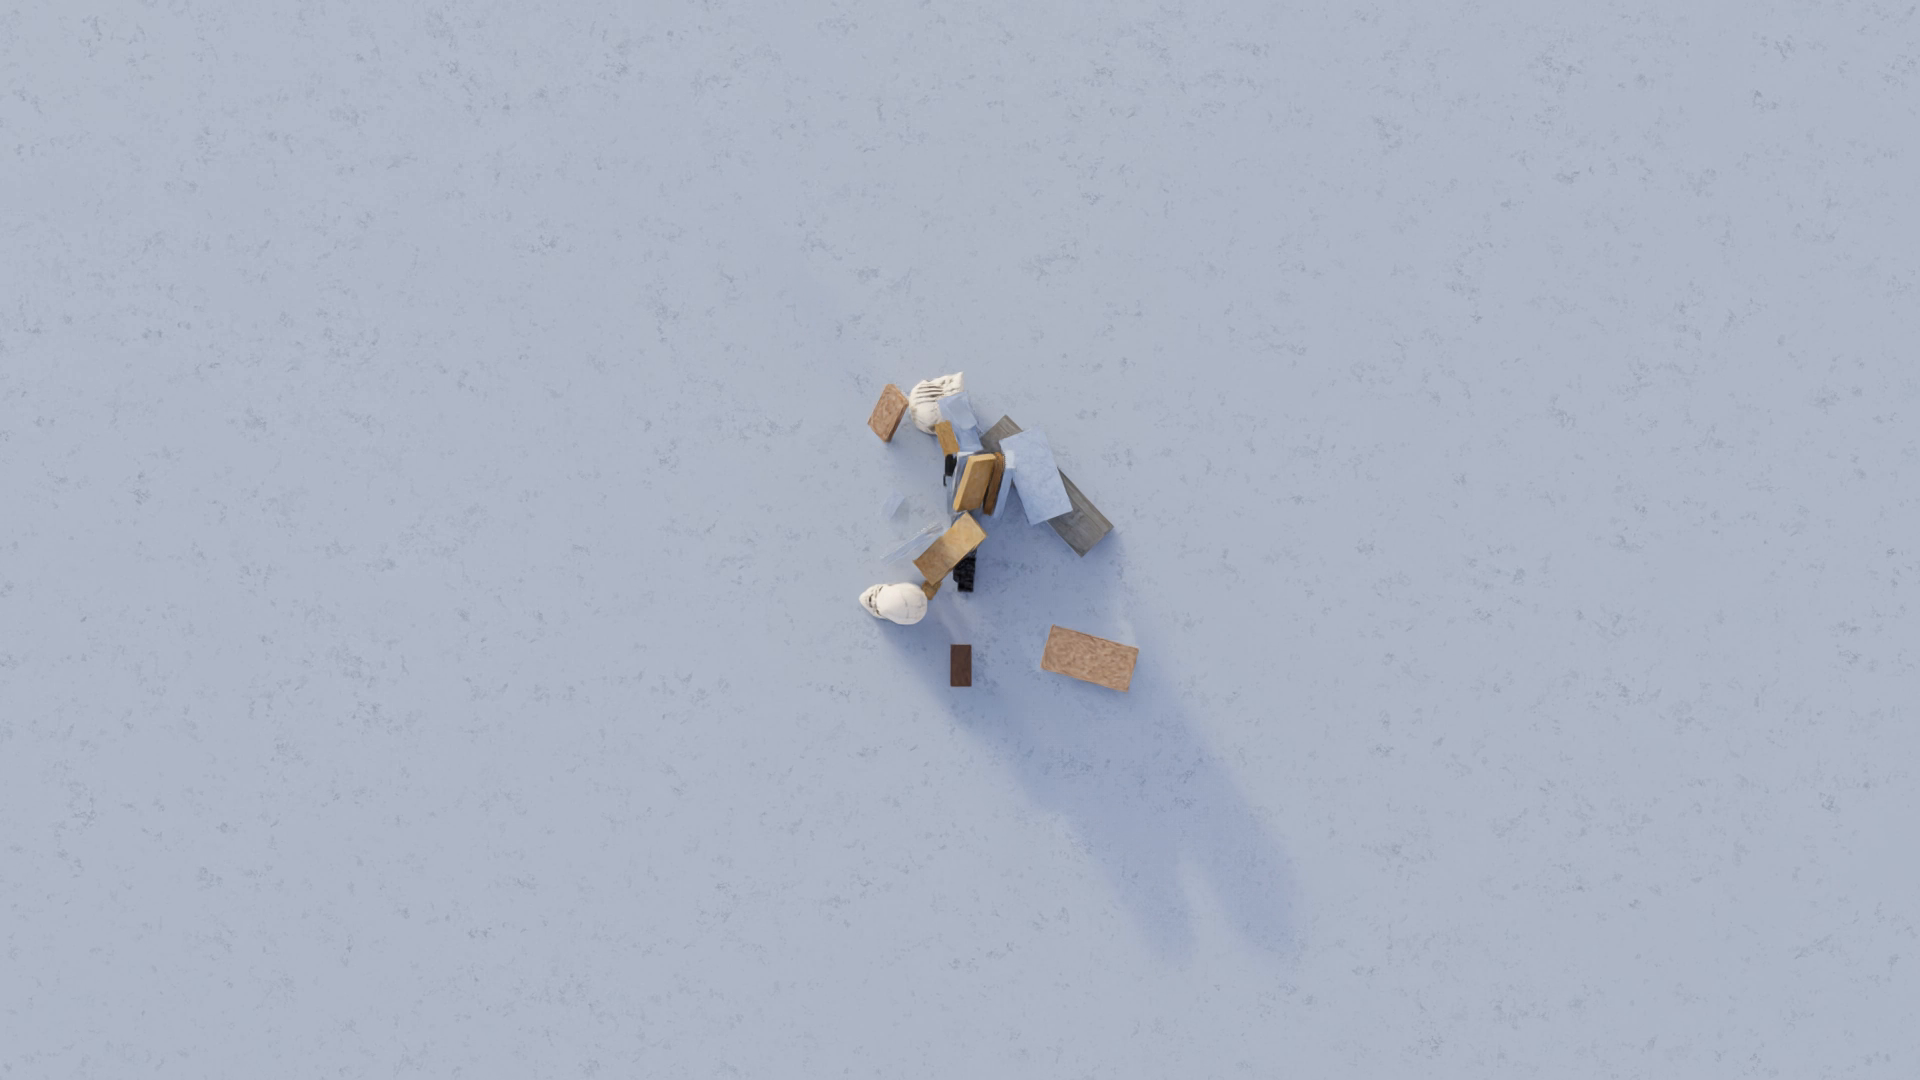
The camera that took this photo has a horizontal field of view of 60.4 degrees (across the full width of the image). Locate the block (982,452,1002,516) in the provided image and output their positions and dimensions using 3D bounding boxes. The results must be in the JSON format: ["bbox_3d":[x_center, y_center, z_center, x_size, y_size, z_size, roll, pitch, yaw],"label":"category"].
[{"bbox_3d":[0.107,-0.183,5.407,0.026,0.093,0.186,10,126,-6],"label":"block"}]

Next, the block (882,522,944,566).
[{"bbox_3d":[-0.155,0.015,5.378,0.204,0.102,0.029,-31,92,31],"label":"block"}]

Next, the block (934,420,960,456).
[{"bbox_3d":[-0.042,-0.327,5.276,0.052,0.015,0.104,-19,98,4],"label":"block"}]

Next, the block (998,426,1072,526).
[{"bbox_3d":[0.249,-0.212,5.437,0.149,0.042,0.299,-20,90,0],"label":"block"}]

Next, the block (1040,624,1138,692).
[{"bbox_3d":[0.430,0.394,5.479,0.299,0.042,0.149,16,90,0],"label":"block"}]

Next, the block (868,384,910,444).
[{"bbox_3d":[-0.234,-0.415,5.413,0.026,0.186,0.093,-22,63,-42],"label":"block"}]

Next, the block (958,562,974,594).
[{"bbox_3d":[0.020,0.124,5.455,0.050,0.014,0.101,5,107,0],"label":"block"}]

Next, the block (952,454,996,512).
[{"bbox_3d":[0.047,-0.185,5.341,0.093,0.026,0.199,-9,132,-35],"label":"block"}]

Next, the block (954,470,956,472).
[{"bbox_3d":[0.008,-0.176,5.451,0.063,0.018,0.127,2,131,0],"label":"block"}]

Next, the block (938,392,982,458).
[{"bbox_3d":[0.000,-0.370,5.291,0.096,0.027,0.192,-16,98,5],"label":"block"}]

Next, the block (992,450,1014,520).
[{"bbox_3d":[0.139,-0.181,5.395,0.029,0.102,0.204,7,126,-8],"label":"block"}]

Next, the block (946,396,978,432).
[{"bbox_3d":[0.007,-0.403,5.264,0.052,0.015,0.104,-34,96,7],"label":"block"}]

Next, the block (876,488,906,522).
[{"bbox_3d":[-0.229,-0.119,5.493,0.050,0.014,0.101,34,90,0],"label":"block"}]

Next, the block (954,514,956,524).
[{"bbox_3d":[0.005,-0.044,5.473,0.048,0.014,0.095,2,116,0],"label":"block"}]

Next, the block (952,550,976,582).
[{"bbox_3d":[0.016,0.073,5.458,0.069,0.020,0.138,5,116,-1],"label":"block"}]

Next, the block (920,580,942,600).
[{"bbox_3d":[-0.095,0.154,5.452,0.050,0.101,0.014,45,126,-9],"label":"block"}]

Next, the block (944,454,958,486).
[{"bbox_3d":[-0.003,-0.248,5.416,0.096,0.192,0.027,3,52,0],"label":"block"}]

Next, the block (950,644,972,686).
[{"bbox_3d":[0.003,0.407,5.354,0.068,0.019,0.136,0,90,0],"label":"block"}]

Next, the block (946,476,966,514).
[{"bbox_3d":[-0.012,-0.148,5.411,0.063,0.018,0.127,-3,102,1],"label":"block"}]

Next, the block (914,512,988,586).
[{"bbox_3d":[-0.030,0.030,5.388,0.246,0.029,0.102,-43,75,14],"label":"block"}]

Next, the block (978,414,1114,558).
[{"bbox_3d":[0.278,-0.179,5.479,0.149,0.042,0.518,-44,90,0],"label":"block"}]

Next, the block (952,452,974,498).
[{"bbox_3d":[0.010,-0.209,5.335,0.052,0.015,0.178,-2,131,-12],"label":"block"}]

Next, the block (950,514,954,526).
[{"bbox_3d":[0.004,-0.101,5.467,0.063,0.018,0.127,3,113,0],"label":"block"}]

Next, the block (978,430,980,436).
[{"bbox_3d":[0.007,-0.325,5.404,0.096,0.192,0.027,18,72,0],"label":"block"}]

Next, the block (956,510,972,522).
[{"bbox_3d":[0.012,-0.066,5.444,0.048,0.014,0.095,3,101,0],"label":"block"}]
